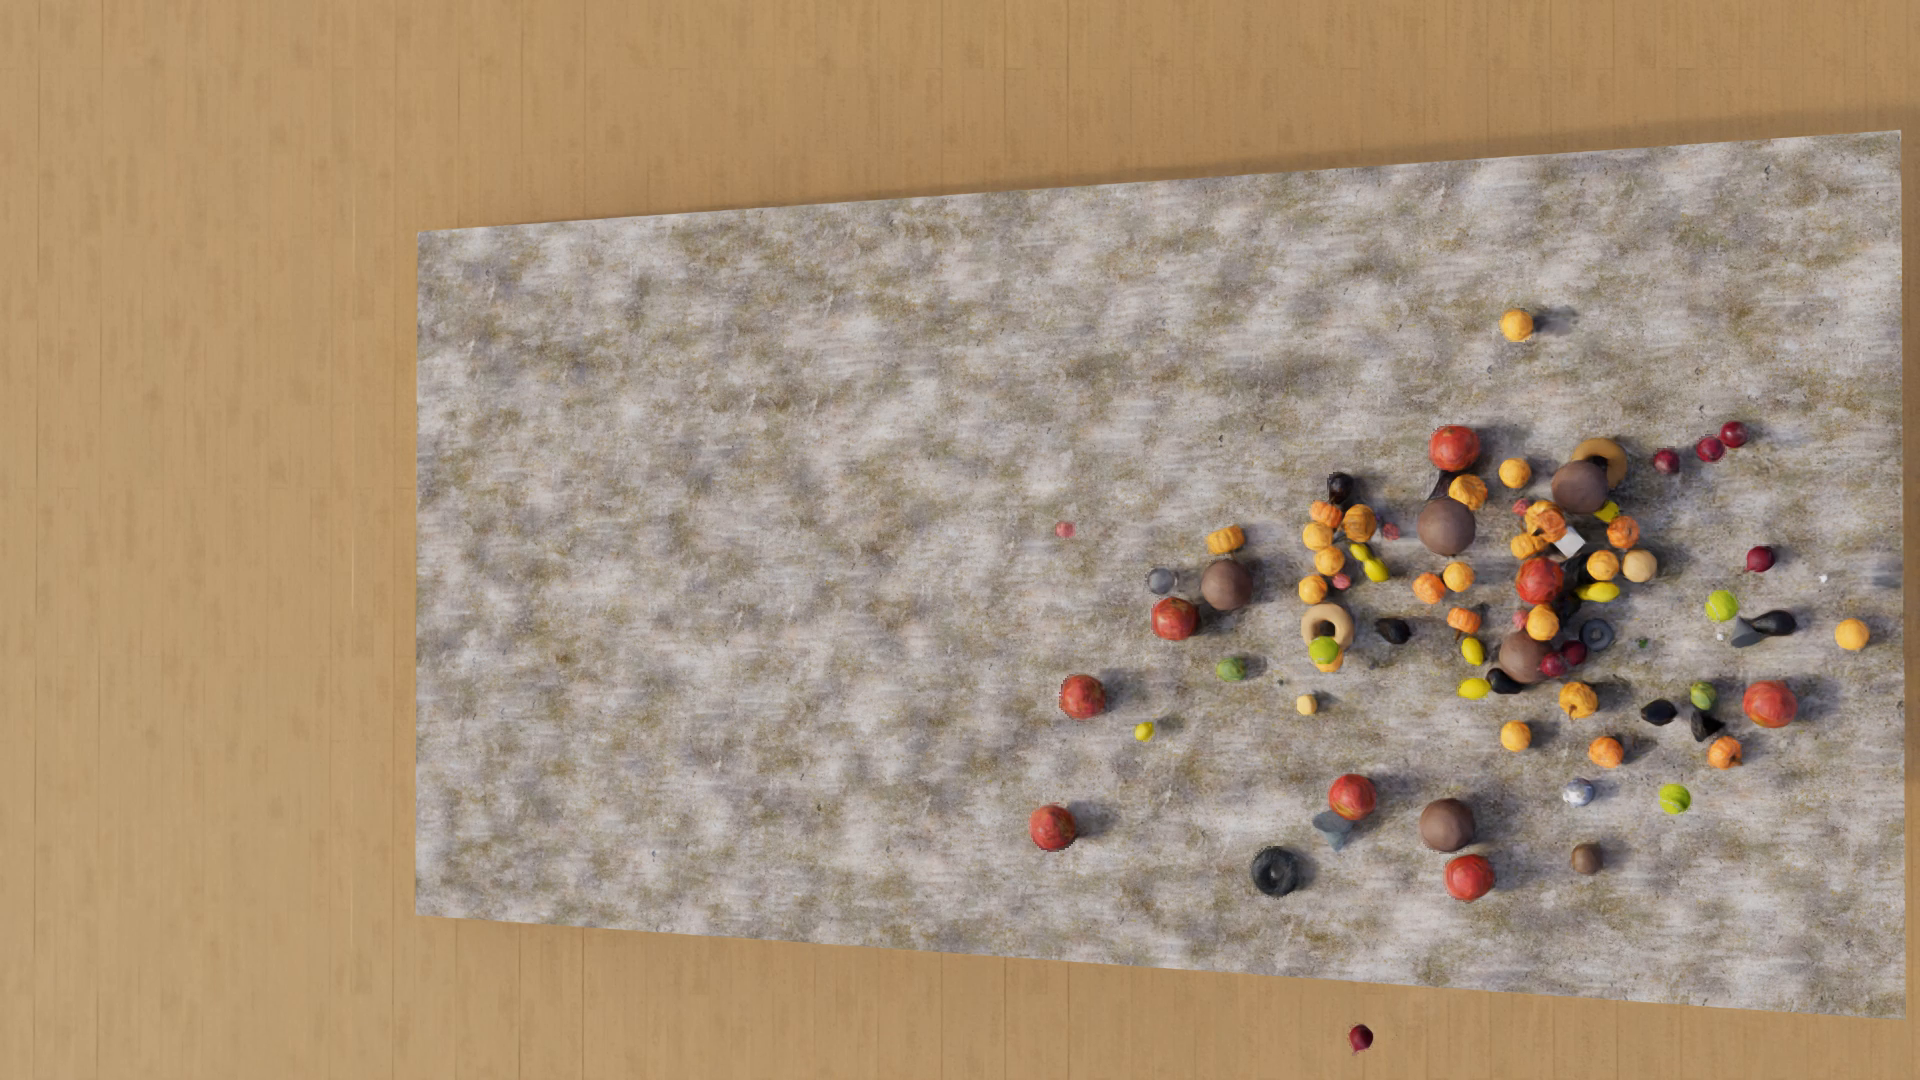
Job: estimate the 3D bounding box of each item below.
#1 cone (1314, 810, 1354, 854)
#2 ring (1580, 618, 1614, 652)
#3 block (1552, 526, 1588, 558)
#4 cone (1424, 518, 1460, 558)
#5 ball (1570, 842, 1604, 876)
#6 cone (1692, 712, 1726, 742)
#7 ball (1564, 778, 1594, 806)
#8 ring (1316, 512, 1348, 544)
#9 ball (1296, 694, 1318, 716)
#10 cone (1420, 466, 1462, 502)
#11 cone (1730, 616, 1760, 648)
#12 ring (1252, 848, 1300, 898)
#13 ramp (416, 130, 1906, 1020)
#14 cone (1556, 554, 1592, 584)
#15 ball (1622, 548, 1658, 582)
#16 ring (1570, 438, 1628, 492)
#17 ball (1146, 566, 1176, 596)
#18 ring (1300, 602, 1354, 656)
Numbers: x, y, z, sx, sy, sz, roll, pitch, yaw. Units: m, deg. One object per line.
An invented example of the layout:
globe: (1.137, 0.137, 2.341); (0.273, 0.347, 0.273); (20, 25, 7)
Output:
cone: (0.921, 0.731, 5.390); (0.100, 0.100, 0.100); (-11, 114, 0)
ring: (1.497, 0.224, 5.174); (0.077, 0.026, 0.077); (-1, 88, 23)
block: (1.439, 0.005, 5.185); (0.055, 0.055, 0.055); (-47, 74, 15)
cone: (1.181, -0.019, 5.297); (0.090, 0.090, 0.090); (39, 76, 0)
ball: (1.469, 0.748, 5.153); (0.075, 0.075, 0.075); (0, 89, 0)
cone: (1.735, 0.428, 5.072); (0.071, 0.071, 0.071); (-6, 89, -5)
ball: (1.455, 0.593, 5.164); (0.067, 0.067, 0.067); (0, 89, 0)
ring: (0.915, -0.030, 5.410); (0.080, 0.027, 0.080); (-2, 86, 28)
ball: (0.854, 0.406, 5.417); (0.051, 0.051, 0.051); (0, 89, 0)
cone: (1.174, -0.118, 5.299); (0.092, 0.092, 0.092); (23, 89, -8)
cone: (1.795, 0.201, 5.052); (0.067, 0.067, 0.067); (-6, 58, 0)
ring: (0.781, 0.823, 5.446); (0.123, 0.041, 0.123); (-1, 88, 27)
ramp: (0.283, 0.087, 5.733); (4.000, 0.100, 2.000); (0, 89, 22)
cone: (1.437, 0.062, 5.179); (0.072, 0.072, 0.072); (15, 89, 41)
ball: (1.575, 0.059, 5.099); (0.081, 0.081, 0.081); (0, 89, 0)
ring: (1.500, -0.176, 5.163); (0.130, 0.043, 0.130); (0, 90, 10)
ball: (0.509, 0.103, 5.548); (0.075, 0.075, 0.075); (0, 89, 0)
ring: (0.901, 0.218, 5.394); (0.134, 0.045, 0.134); (6, 106, 23)
